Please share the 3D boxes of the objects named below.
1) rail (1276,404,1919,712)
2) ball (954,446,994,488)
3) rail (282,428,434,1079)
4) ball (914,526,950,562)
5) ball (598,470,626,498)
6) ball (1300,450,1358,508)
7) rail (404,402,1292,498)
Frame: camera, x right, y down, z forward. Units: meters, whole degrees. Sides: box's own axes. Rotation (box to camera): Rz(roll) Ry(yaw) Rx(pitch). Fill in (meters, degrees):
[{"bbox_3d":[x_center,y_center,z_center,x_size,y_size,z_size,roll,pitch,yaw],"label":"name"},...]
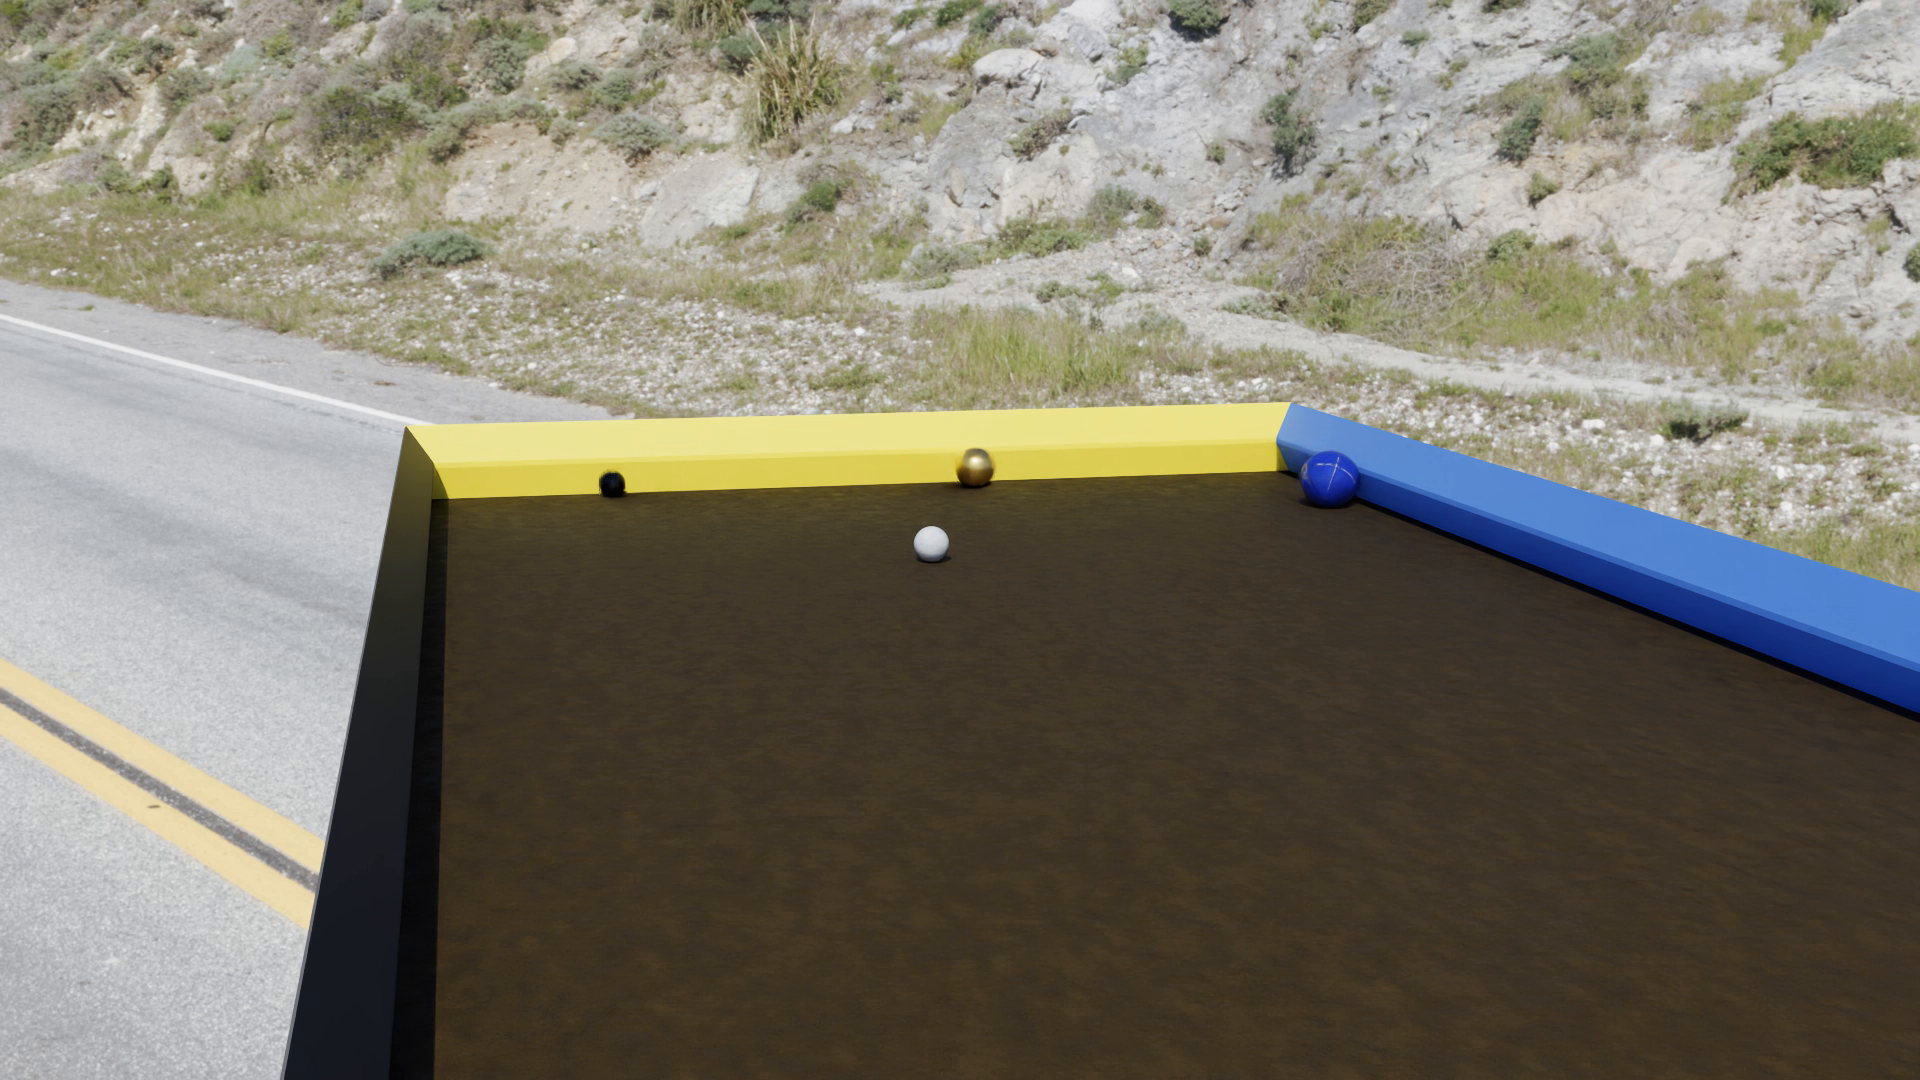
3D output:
[{"bbox_3d":[0.903,0.061,2.602,0.045,0.123,2.935,-2,10,-12],"label":"rail"},{"bbox_3d":[0.026,-0.127,3.820,0.070,0.070,0.070,0,10,0],"label":"ball"},{"bbox_3d":[-0.581,0.120,2.273,0.045,0.123,2.935,-2,10,-12],"label":"rail"},{"bbox_3d":[-0.040,0.006,3.127,0.051,0.051,0.051,0,10,0],"label":"ball"},{"bbox_3d":[-0.587,-0.095,3.712,0.045,0.045,0.045,0,10,0],"label":"ball"},{"bbox_3d":[0.605,-0.100,3.602,0.095,0.095,0.095,0,10,0],"label":"ball"},{"bbox_3d":[-0.156,-0.155,3.825,1.569,0.123,0.045,-2,10,-12],"label":"rail"}]
